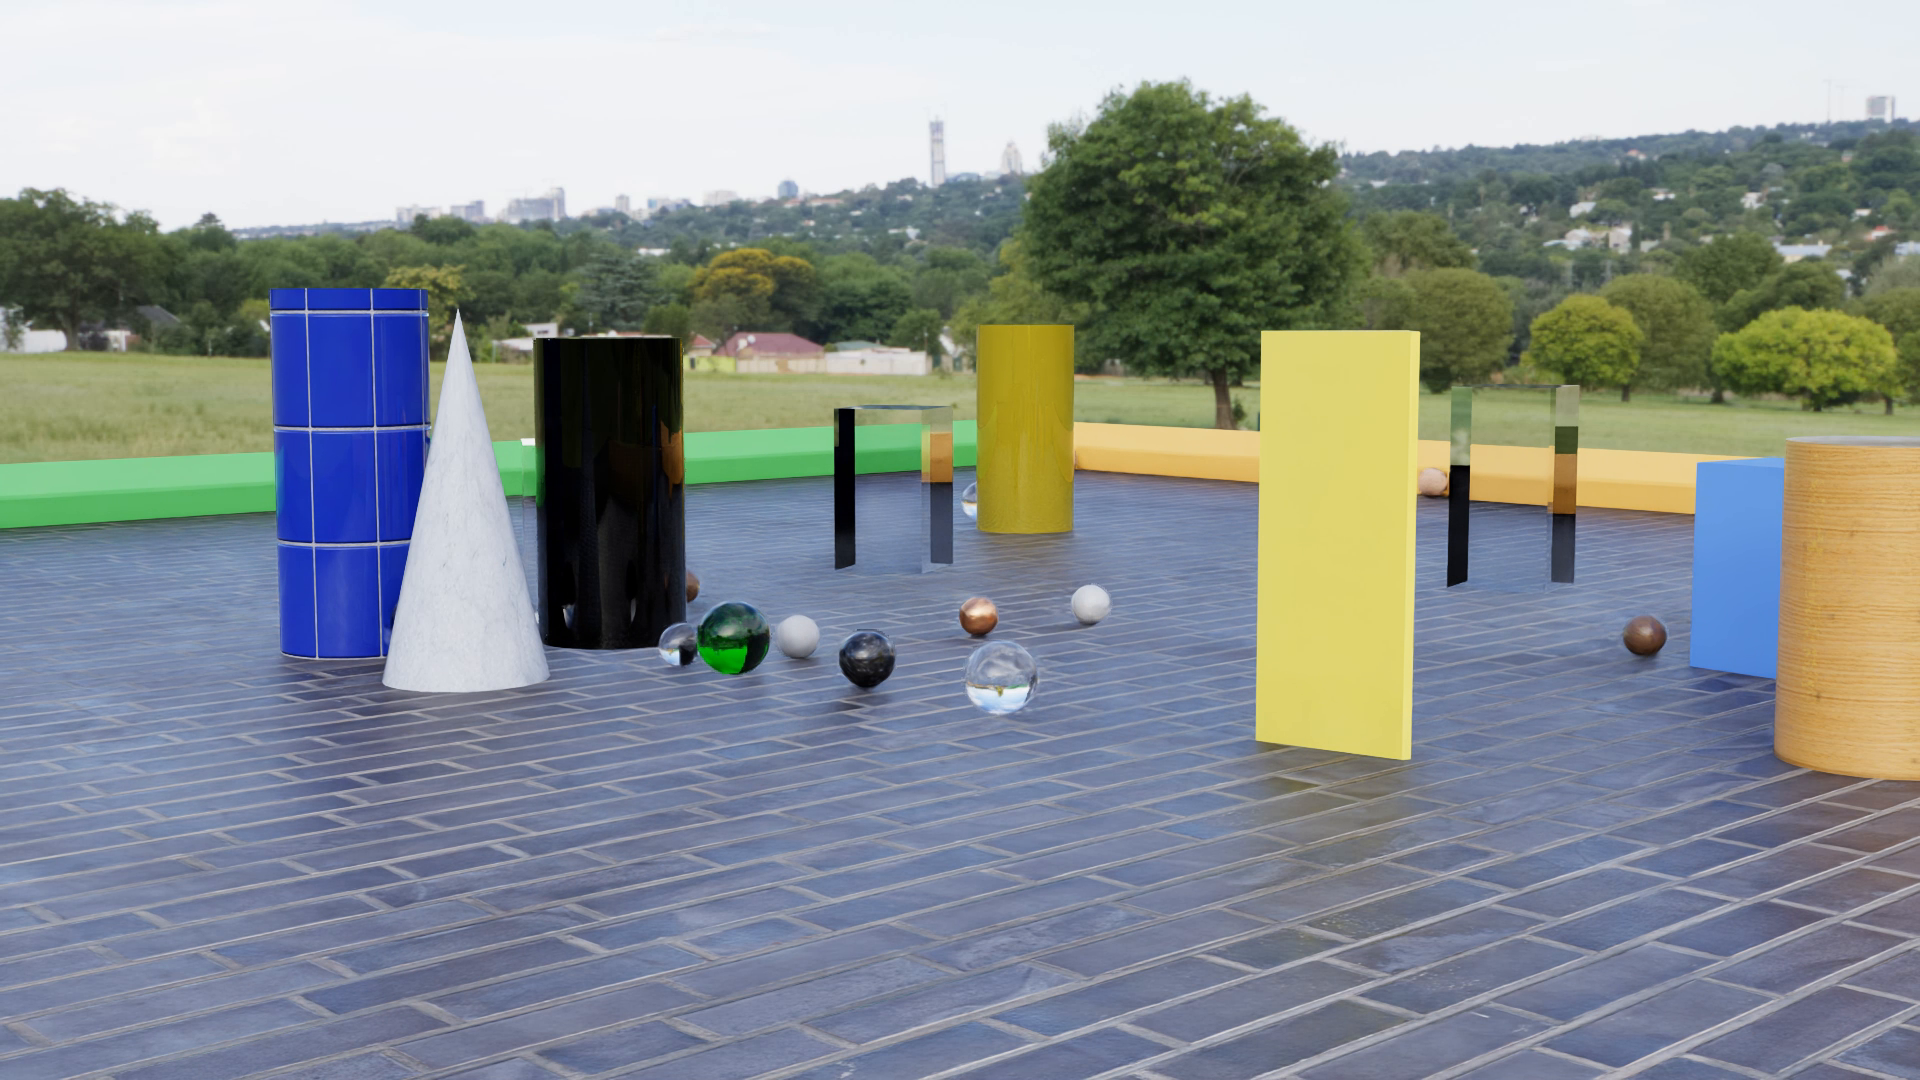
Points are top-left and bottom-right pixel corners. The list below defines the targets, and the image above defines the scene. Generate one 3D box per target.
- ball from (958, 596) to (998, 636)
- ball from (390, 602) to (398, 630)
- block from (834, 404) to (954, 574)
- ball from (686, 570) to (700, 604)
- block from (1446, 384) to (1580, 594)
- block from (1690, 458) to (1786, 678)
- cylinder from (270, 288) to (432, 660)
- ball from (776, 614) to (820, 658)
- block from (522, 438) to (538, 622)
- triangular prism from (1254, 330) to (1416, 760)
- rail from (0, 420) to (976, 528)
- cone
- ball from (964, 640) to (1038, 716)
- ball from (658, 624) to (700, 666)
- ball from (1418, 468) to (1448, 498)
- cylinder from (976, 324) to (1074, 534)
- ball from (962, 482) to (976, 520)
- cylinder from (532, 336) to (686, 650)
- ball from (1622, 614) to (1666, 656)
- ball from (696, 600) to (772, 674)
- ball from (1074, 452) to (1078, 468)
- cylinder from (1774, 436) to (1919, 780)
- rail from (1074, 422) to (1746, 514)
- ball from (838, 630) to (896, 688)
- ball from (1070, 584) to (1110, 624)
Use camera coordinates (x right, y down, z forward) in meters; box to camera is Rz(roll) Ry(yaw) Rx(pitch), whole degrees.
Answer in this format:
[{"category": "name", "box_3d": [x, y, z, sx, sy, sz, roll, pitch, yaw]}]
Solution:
[{"category": "ball", "box_3d": [0.025, 0.105, 3.026, 0.053, 0.053, 0.053, 0, 6, 0]}, {"category": "ball", "box_3d": [-0.681, 0.105, 2.819, 0.095, 0.095, 0.095, 0, 6, 0]}, {"category": "block", "box_3d": [-0.114, -0.091, 3.824, 0.160, 0.279, 0.160, 2, 6, 19]}, {"category": "ball", "box_3d": [-0.423, 0.071, 3.355, 0.054, 0.054, 0.054, 0, 6, 0]}, {"category": "block", "box_3d": [0.897, -0.087, 3.565, 0.160, 0.325, 0.160, 4, 7, 31]}, {"category": "block", "box_3d": [1.031, 0.033, 2.738, 0.160, 0.257, 0.160, -4, 7, -36]}, {"category": "cylinder", "box_3d": [-0.797, -0.092, 2.891, 0.200, 0.473, 0.200, 0, 6, 0]}, {"category": "ball", "box_3d": [-0.208, 0.124, 2.831, 0.056, 0.056, 0.056, 0, 6, 0]}, {"category": "block", "box_3d": [-0.559, -0.018, 3.230, 0.160, 0.255, 0.160, -1, 6, -12]}, {"category": "triangular prism", "box_3d": [0.422, -0.004, 2.280, 0.173, 0.424, 0.150, 5, 7, 37]}, {"category": "rail", "box_3d": [-1.486, -0.133, 4.934, 4.441, 0.130, 0.045, -5, 8, -42]}, {"category": "cone", "box_3d": [-0.601, -0.055, 2.656, 0.200, 0.448, 0.200, 0, 6, 0]}, {"category": "ball", "box_3d": [0.045, 0.152, 2.430, 0.082, 0.082, 0.082, 0, 6, 0]}, {"category": "ball", "box_3d": [-0.351, 0.132, 2.762, 0.054, 0.054, 0.054, 0, 6, 0]}, {"category": "ball", "box_3d": [1.132, -0.137, 5.268, 0.071, 0.071, 0.071, 0, 6, 0]}, {"category": "cylinder", "box_3d": [0.133, -0.231, 4.499, 0.200, 0.417, 0.200, 0, 6, 0]}, {"category": "ball", "box_3d": [0.048, -0.082, 4.658, 0.088, 0.088, 0.088, 0, 6, 0]}, {"category": "cylinder", "box_3d": [-0.473, -0.069, 2.981, 0.200, 0.409, 0.200, 0, 6, 0]}, {"category": "ball", "box_3d": [0.886, 0.123, 2.847, 0.054, 0.054, 0.054, 0, 6, 0]}, {"category": "ball", "box_3d": [-0.278, 0.120, 2.703, 0.091, 0.091, 0.091, 0, 6, 0]}, {"category": "ball", "box_3d": [0.302, -0.226, 6.177, 0.060, 0.060, 0.060, 0, 6, 0]}, {"category": "cylinder", "box_3d": [0.917, 0.061, 2.176, 0.200, 0.317, 0.200, 0, 6, 0]}, {"category": "rail", "box_3d": [1.614, -0.120, 4.813, 0.045, 0.130, 4.430, -5, 8, -42]}, {"category": "ball", "box_3d": [-0.110, 0.141, 2.611, 0.067, 0.067, 0.067, 0, 6, 0]}, {"category": "ball", "box_3d": [0.186, 0.092, 3.131, 0.057, 0.057, 0.057, 0, 6, 0]}]
